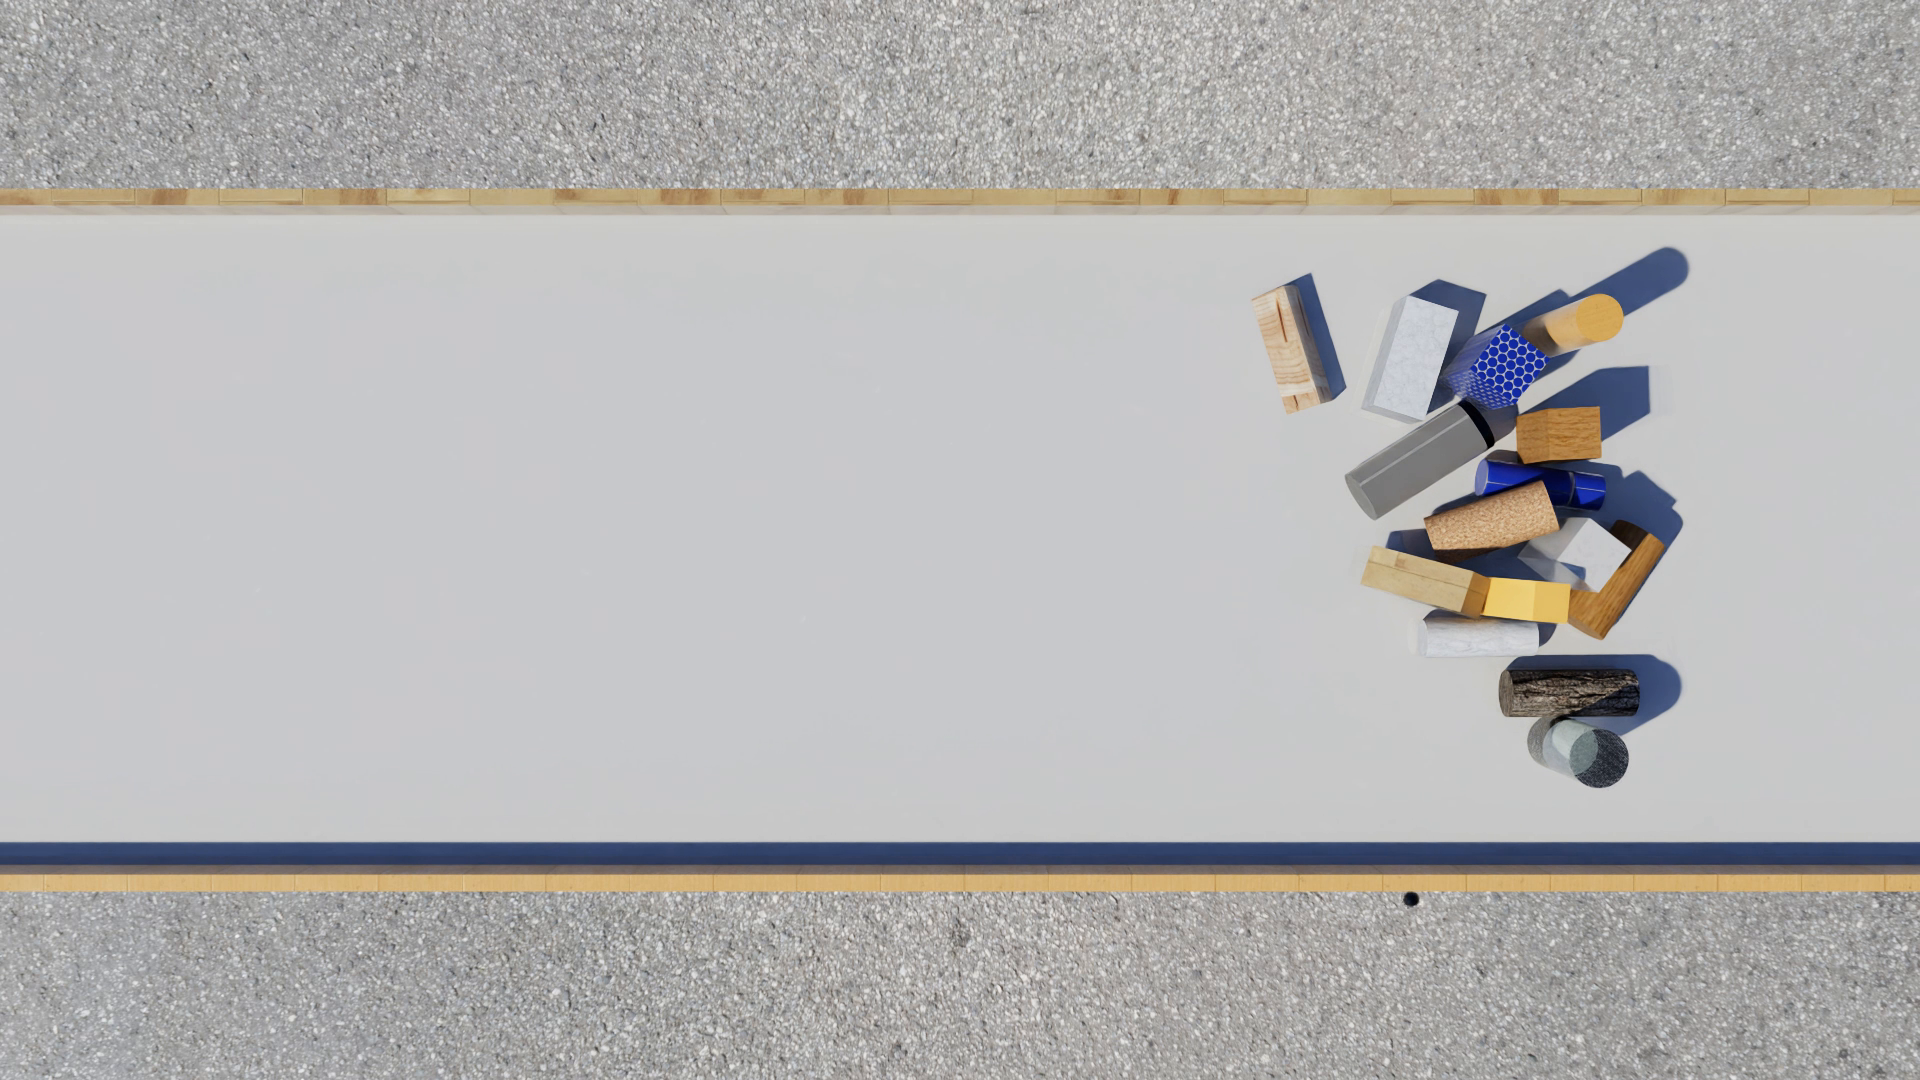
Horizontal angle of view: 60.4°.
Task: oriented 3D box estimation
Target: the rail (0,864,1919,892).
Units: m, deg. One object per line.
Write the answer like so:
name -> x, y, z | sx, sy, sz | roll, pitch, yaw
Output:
rail -> -2.247, 1.025, 5.001 | 12.000, 0.150, 0.050 | 0, 90, 0

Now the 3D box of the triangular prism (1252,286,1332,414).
triangular prism -> 1.022, -0.584, 5.009 | 0.147, 0.127, 0.371 | -17, 90, 0

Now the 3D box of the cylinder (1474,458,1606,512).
cylinder -> 1.764, -0.166, 5.020 | 0.360, 0.114, 0.114 | 8, 90, 0

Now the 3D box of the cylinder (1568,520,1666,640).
cylinder -> 1.968, 0.121, 4.995 | 0.162, 0.162, 0.332 | 34, 90, 0

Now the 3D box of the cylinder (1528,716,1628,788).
cylinder -> 1.828, 0.623, 4.893 | 0.170, 0.364, 0.170 | 0, 91, 1

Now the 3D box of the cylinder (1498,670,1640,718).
cylinder -> 1.845, 0.465, 5.005 | 0.377, 0.143, 0.143 | 0, 90, 0

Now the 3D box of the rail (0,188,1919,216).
rail -> -2.247, -1.025, 5.002 | 12.000, 0.150, 0.050 | 0, 90, 0

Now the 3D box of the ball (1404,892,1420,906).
ball -> 7.801, 6.203, 28.514 | 0.270, 0.270, 0.270 | 0, 90, 0

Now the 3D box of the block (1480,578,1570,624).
block -> 1.613, 0.171, 4.855 | 0.112, 0.428, 0.112 | 5, 90, -15

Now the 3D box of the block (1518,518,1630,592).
block -> 1.825, 0.041, 4.915 | 0.155, 0.318, 0.155 | 37, 90, -2

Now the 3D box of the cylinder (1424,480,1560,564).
cylinder -> 1.592, -0.048, 4.948 | 0.358, 0.160, 0.160 | -19, 90, 17

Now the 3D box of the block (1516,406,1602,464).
block -> 1.780, -0.308, 4.914 | 0.148, 0.319, 0.148 | -2, 90, 3

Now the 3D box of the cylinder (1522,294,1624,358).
cylinder -> 1.795, -0.624, 4.852 | 0.134, 0.449, 0.134 | 0, 90, 0

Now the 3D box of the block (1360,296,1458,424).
block -> 1.360, -0.543, 4.997 | 0.159, 0.159, 0.342 | 18, 90, 0

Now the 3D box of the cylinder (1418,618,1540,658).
cylinder -> 1.575, 0.298, 5.018 | 0.334, 0.117, 0.117 | -1, 90, 0

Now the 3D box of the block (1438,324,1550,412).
block -> 1.584, -0.507, 4.914 | 0.165, 0.324, 0.165 | 38, 90, 0

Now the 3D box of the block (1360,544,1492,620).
block -> 1.386, 0.125, 4.917 | 0.336, 0.124, 0.124 | 18, 90, 43

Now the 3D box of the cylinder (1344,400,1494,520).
cylinder -> 1.390, -0.241, 4.993 | 0.419, 0.168, 0.168 | -32, 90, 0
